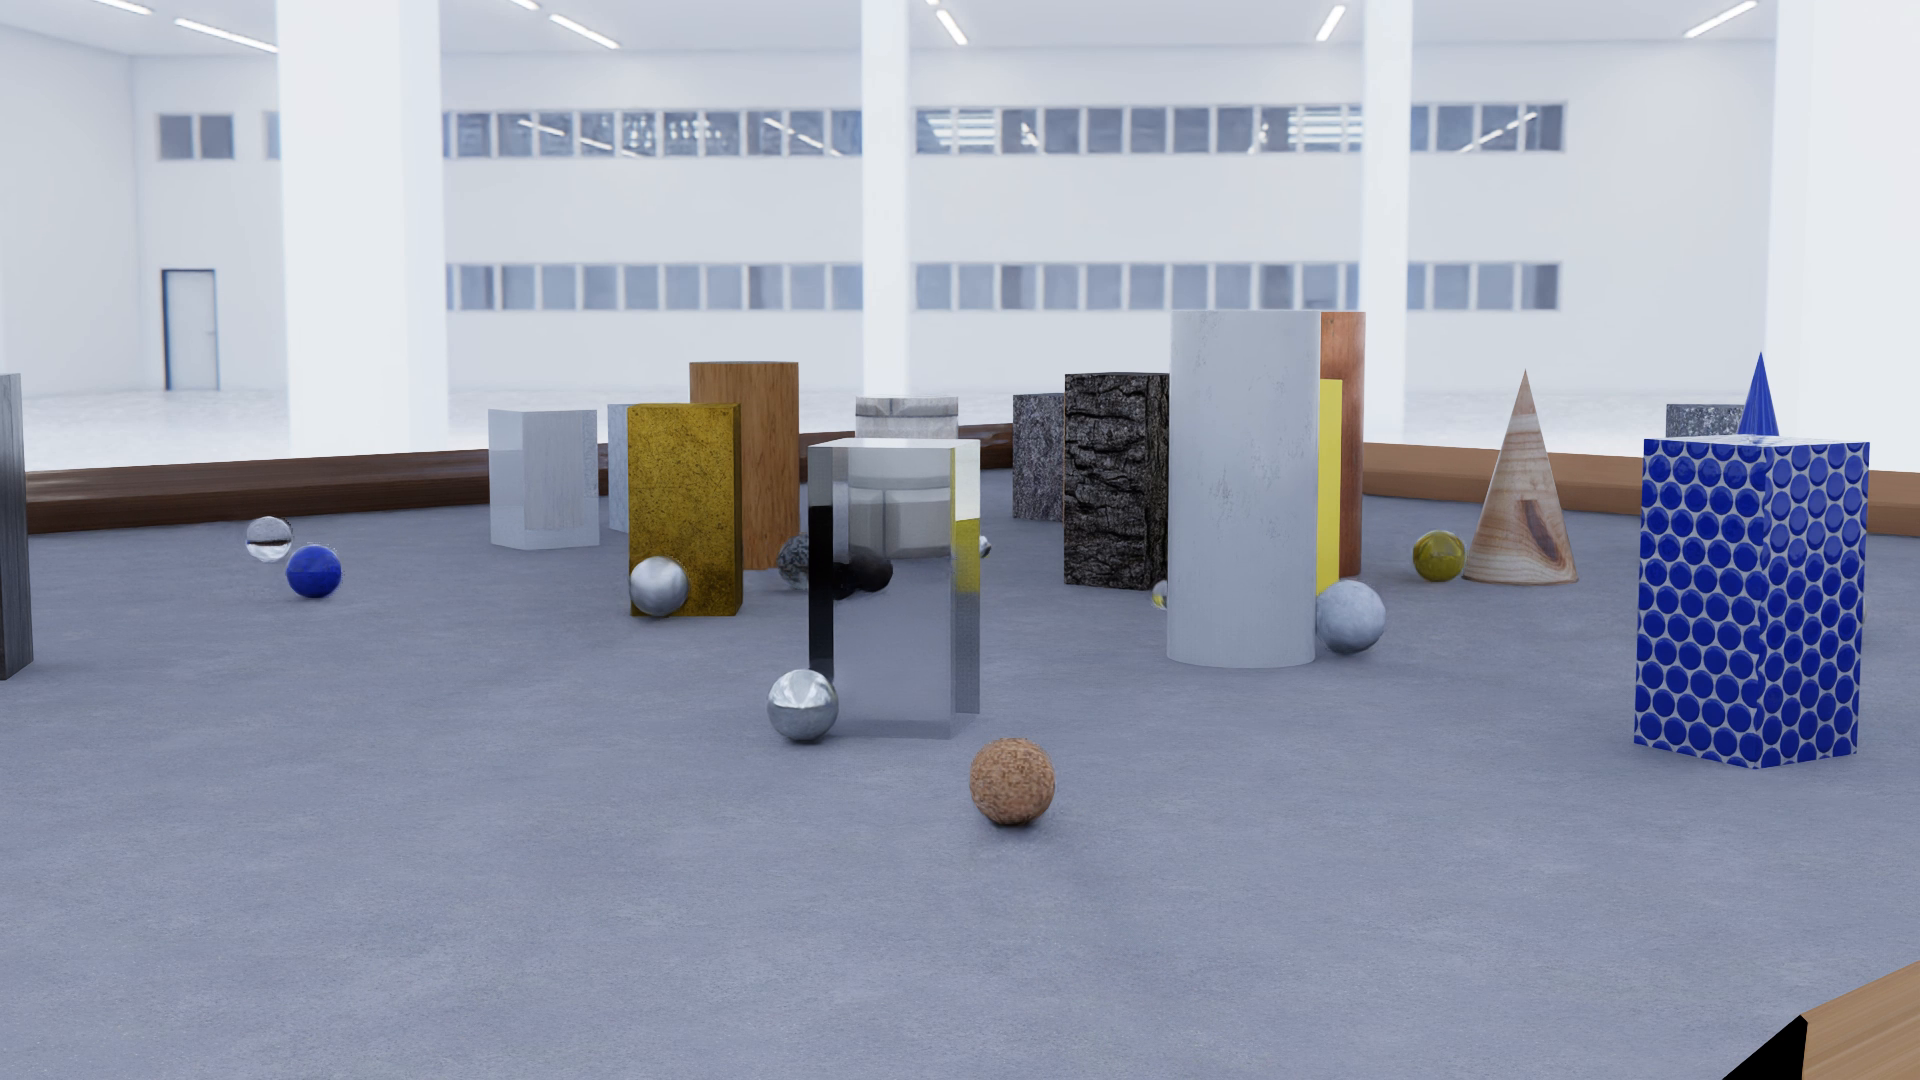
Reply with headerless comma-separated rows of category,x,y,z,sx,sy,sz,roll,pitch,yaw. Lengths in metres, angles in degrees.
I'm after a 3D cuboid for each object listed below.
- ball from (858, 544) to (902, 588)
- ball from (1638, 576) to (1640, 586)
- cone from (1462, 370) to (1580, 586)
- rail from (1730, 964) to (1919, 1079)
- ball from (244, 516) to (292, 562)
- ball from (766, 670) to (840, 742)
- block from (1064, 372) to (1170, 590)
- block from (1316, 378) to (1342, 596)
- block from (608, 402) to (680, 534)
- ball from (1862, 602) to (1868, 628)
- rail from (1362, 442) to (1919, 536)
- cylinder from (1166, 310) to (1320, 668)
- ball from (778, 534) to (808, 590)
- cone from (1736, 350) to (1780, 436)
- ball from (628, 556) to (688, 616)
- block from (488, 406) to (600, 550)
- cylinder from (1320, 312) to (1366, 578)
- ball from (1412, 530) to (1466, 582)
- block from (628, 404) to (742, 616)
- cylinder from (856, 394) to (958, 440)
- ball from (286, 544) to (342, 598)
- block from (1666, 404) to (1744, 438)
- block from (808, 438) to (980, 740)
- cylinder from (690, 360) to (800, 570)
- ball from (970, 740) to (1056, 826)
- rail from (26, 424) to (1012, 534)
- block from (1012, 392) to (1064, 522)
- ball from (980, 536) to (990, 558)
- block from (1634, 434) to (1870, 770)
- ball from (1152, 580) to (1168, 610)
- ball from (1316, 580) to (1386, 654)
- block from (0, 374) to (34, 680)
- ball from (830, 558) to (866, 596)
ball,-0.129,0.041,3.505,0.070,0.070,0.070,0,6,0
ball,1.049,0.061,3.259,0.083,0.083,0.083,0,6,0
cone,0.923,-0.108,3.606,0.189,0.346,0.189,0,6,0
rail,1.327,0.183,1.902,4.065,0.123,0.045,-6,8,-42
ball,-1.214,-0.001,3.860,0.080,0.080,0.080,0,6,0
ball,-0.162,0.170,2.262,0.075,0.075,0.075,0,6,0
block,0.273,-0.099,3.554,0.151,0.339,0.151,4,7,36
block,0.488,-0.085,3.442,0.151,0.333,0.151,-3,7,-27
block,-0.608,-0.145,4.411,0.151,0.251,0.151,-3,7,-28
ball,1.156,0.095,2.916,0.087,0.087,0.087,0,6,0
rail,1.476,-0.111,4.687,0.045,0.123,3.961,-6,8,-42
cylinder,0.359,-0.070,2.793,0.189,0.441,0.189,0,6,0
ball,-0.243,0.035,3.469,0.090,0.090,0.090,0,6,0
cone,1.102,-0.070,3.046,0.189,0.387,0.189,0,6,0
ball,-0.429,0.066,3.133,0.086,0.086,0.086,0,6,0
block,-0.784,-0.119,4.138,0.151,0.255,0.151,-4,7,-36
cylinder,0.582,-0.164,3.695,0.189,0.438,0.189,0,6,0
ball,0.778,0.026,3.569,0.086,0.086,0.086,0,6,0
block,-0.403,-0.047,3.241,0.151,0.302,0.151,0,6,-1
cylinder,-0.097,-0.122,4.032,0.189,0.284,0.189,0,6,0
ball,-0.991,0.048,3.373,0.083,0.083,0.083,0,6,0
block,1.336,-0.101,3.888,0.151,0.272,0.151,1,6,8
block,-0.068,0.047,2.345,0.151,0.302,0.151,1,6,12
cylinder,-0.373,-0.133,3.820,0.189,0.350,0.189,0,6,0
ball,0.045,0.209,1.895,0.074,0.074,0.074,0,6,0
rail,-1.327,-0.119,4.762,4.065,0.123,0.045,-6,8,-42
block,0.219,-0.177,4.662,0.151,0.261,0.151,5,8,41
ball,0.033,0.013,3.905,0.042,0.042,0.042,0,6,0
block,0.795,0.056,2.214,0.151,0.313,0.151,-4,7,-30
ball,0.304,0.082,3.243,0.045,0.045,0.045,0,6,0
ball,0.501,0.099,2.837,0.094,0.094,0.094,0,6,0
block,-1.232,-0.019,2.675,0.151,0.363,0.151,-1,6,-11
ball,-0.174,0.057,3.416,0.057,0.057,0.057,0,6,0
